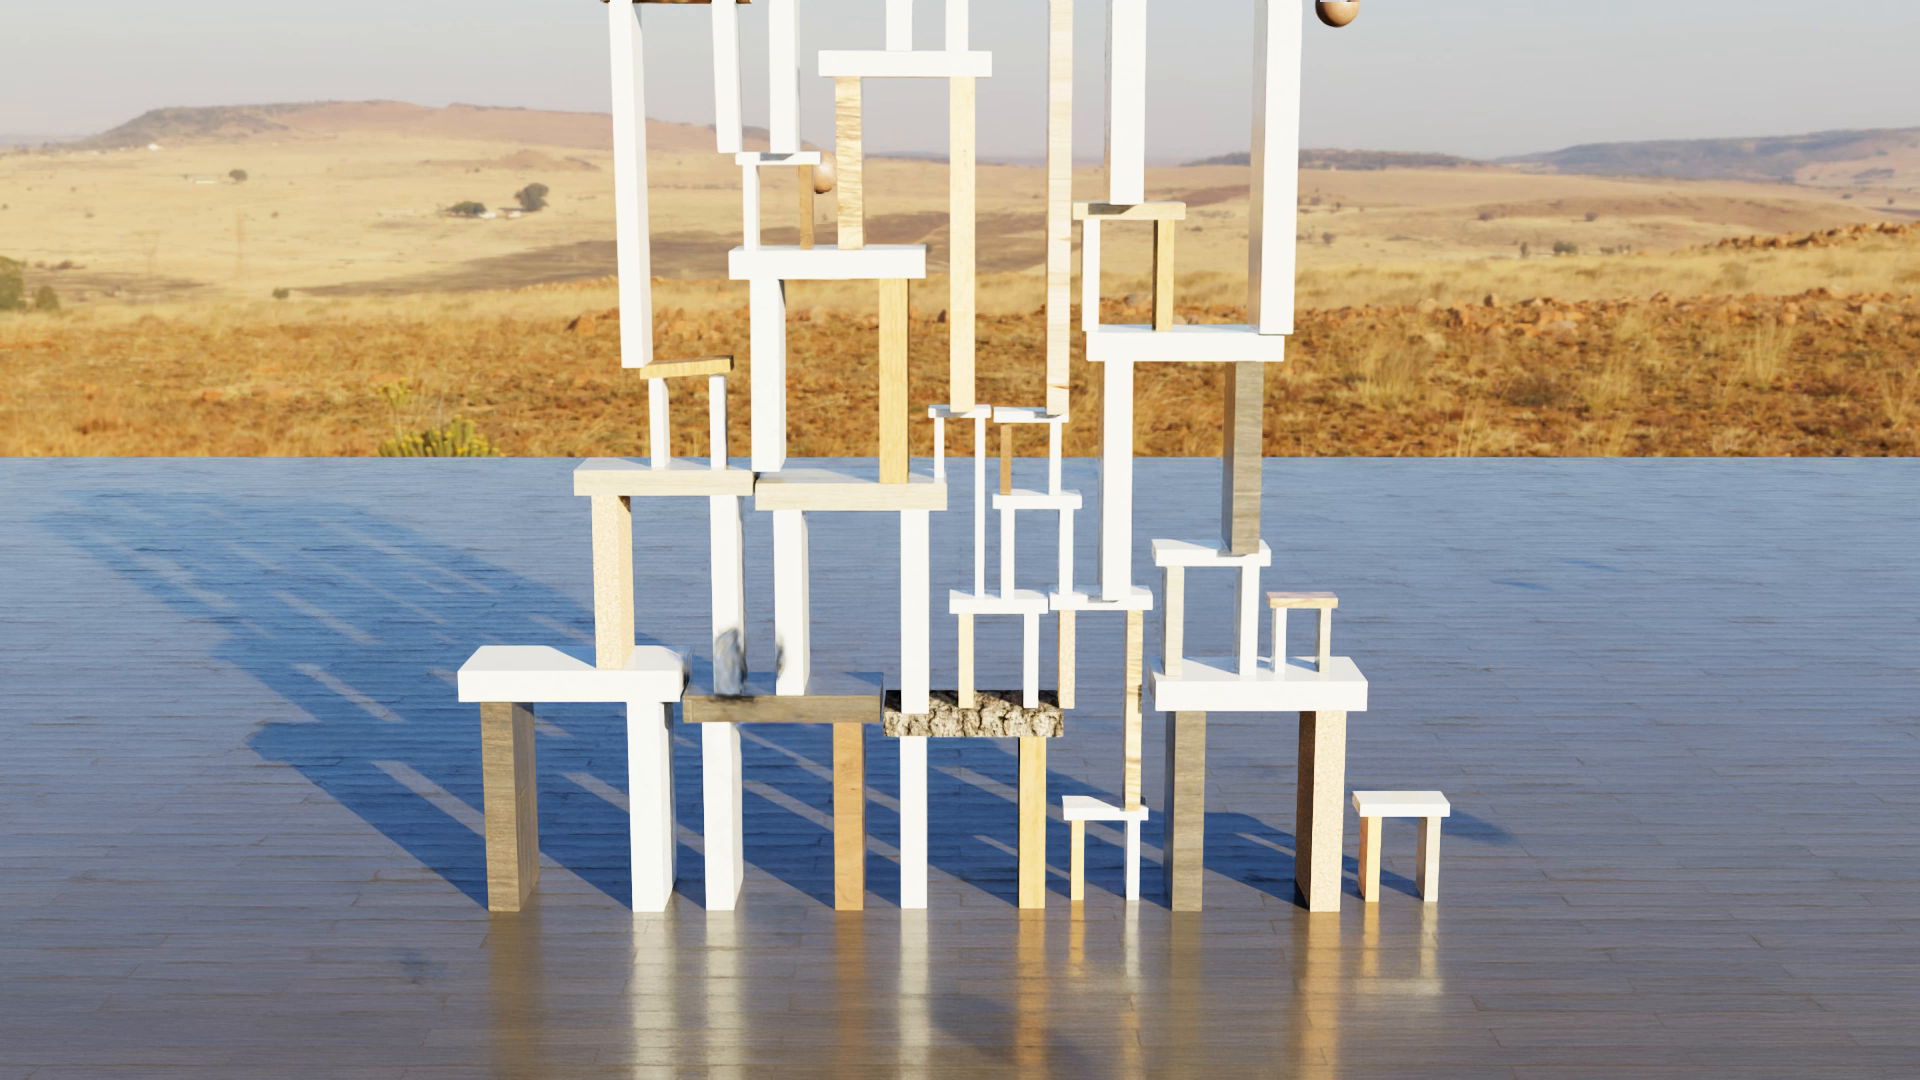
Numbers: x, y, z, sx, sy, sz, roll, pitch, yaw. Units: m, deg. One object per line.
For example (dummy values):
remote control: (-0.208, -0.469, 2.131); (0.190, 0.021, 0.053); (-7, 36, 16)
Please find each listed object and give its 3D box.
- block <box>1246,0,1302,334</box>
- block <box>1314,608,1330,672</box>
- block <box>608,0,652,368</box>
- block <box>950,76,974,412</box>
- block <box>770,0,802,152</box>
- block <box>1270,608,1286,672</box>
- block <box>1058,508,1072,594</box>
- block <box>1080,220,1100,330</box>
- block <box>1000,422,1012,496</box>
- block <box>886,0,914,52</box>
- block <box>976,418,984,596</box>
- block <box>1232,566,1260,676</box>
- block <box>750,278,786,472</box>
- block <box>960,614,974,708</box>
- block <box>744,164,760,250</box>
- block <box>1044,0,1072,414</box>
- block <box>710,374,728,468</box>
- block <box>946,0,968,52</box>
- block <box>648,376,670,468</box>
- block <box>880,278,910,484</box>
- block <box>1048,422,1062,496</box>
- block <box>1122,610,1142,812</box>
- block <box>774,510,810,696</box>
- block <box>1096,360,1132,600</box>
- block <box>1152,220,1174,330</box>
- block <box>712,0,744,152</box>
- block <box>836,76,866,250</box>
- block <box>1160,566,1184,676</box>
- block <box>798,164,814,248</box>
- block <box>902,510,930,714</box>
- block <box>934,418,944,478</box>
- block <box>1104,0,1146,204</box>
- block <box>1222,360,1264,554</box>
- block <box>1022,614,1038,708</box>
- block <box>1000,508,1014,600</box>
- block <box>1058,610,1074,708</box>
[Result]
block: (0.491, -0.607, 3.442); (0.050, 0.552, 0.177); (0, 11, 1)
block: (0.592, 0.158, 3.589); (0.015, 0.108, 0.054); (0, 10, 0)
block: (-0.516, -0.558, 3.456); (0.033, 0.562, 0.115); (-1, 10, 0)
block: (0.004, -0.468, 3.475); (0.037, 0.516, 0.132); (0, 11, 0)
block: (-0.272, -0.815, 3.409); (0.038, 0.419, 0.134); (0, 11, 0)
block: (0.520, 0.158, 3.589); (0.015, 0.108, 0.054); (0, 10, 0)
block: (0.170, 0.013, 3.557); (0.020, 0.140, 0.070); (0, 11, 0)
block: (0.205, -0.422, 3.479); (0.025, 0.174, 0.087); (0, 11, 0)
block: (0.073, -0.135, 3.535); (0.017, 0.118, 0.059); (0, 11, 0)
block: (-0.093, -0.889, 3.392); (0.038, 0.267, 0.134); (0, 11, 0)
block: (0.032, -0.056, 3.551); (0.014, 0.292, 0.049); (0, 10, 0)
block: (0.466, 0.122, 3.583); (0.026, 0.182, 0.091); (0, 11, 0)
block: (-0.305, -0.271, 3.509); (0.043, 0.302, 0.151); (0, 11, -1)
block: (0.010, 0.188, 3.590); (0.022, 0.157, 0.079); (0, 11, 0)
block: (-0.328, -0.526, 3.465); (0.018, 0.131, 0.065); (0, 11, 0)
block: (0.154, -0.598, 3.444); (0.033, 0.793, 0.117); (0, 11, 0)
block: (-0.386, -0.192, 3.523); (0.020, 0.142, 0.071); (0, 11, 0)
block: (-0.004, -0.872, 3.392); (0.033, 0.235, 0.117); (0, 11, 0)
block: (-0.481, -0.192, 3.522); (0.020, 0.142, 0.071); (0, 11, 0)
block: (-0.104, -0.261, 3.508); (0.043, 0.322, 0.151); (0, 11, 0)
block: (0.152, -0.135, 3.536); (0.017, 0.118, 0.059); (0, 11, 0)
block: (0.282, 0.270, 3.606); (0.023, 0.337, 0.082); (0, 11, 0)
block: (-0.273, 0.087, 3.575); (0.043, 0.301, 0.151); (0, 11, 0)
block: (0.248, -0.106, 3.537); (0.043, 0.381, 0.153); (0, 11, 0)
block: (0.321, -0.421, 3.479); (0.025, 0.174, 0.087); (0, 11, 0)
block: (-0.362, -0.722, 3.429); (0.033, 0.230, 0.115); (-1, 10, -2)
block: (-0.171, -0.592, 3.451); (0.037, 0.264, 0.132); (0, 11, 0)
block: (0.345, 0.122, 3.581); (0.026, 0.182, 0.091); (0, 11, 0)
block: (-0.242, -0.527, 3.466); (0.018, 0.131, 0.065); (0, 11, 0)
block: (-0.072, 0.102, 3.578); (0.043, 0.331, 0.151); (0, 11, 0)
block: (-0.033, -0.151, 3.531); (0.014, 0.098, 0.049); (0, 11, 0)
block: (0.256, -0.704, 3.423); (0.050, 0.354, 0.177); (0, 11, 0)
block: (0.453, -0.142, 3.527); (0.043, 0.306, 0.153); (0, 11, 0)
block: (0.115, 0.188, 3.591); (0.022, 0.158, 0.079); (0, 11, 0)
block: (0.076, 0.016, 3.558); (0.020, 0.148, 0.070); (0, 11, 0)
block: (0.173, 0.185, 3.590); (0.023, 0.164, 0.082); (0, 10, 0)
